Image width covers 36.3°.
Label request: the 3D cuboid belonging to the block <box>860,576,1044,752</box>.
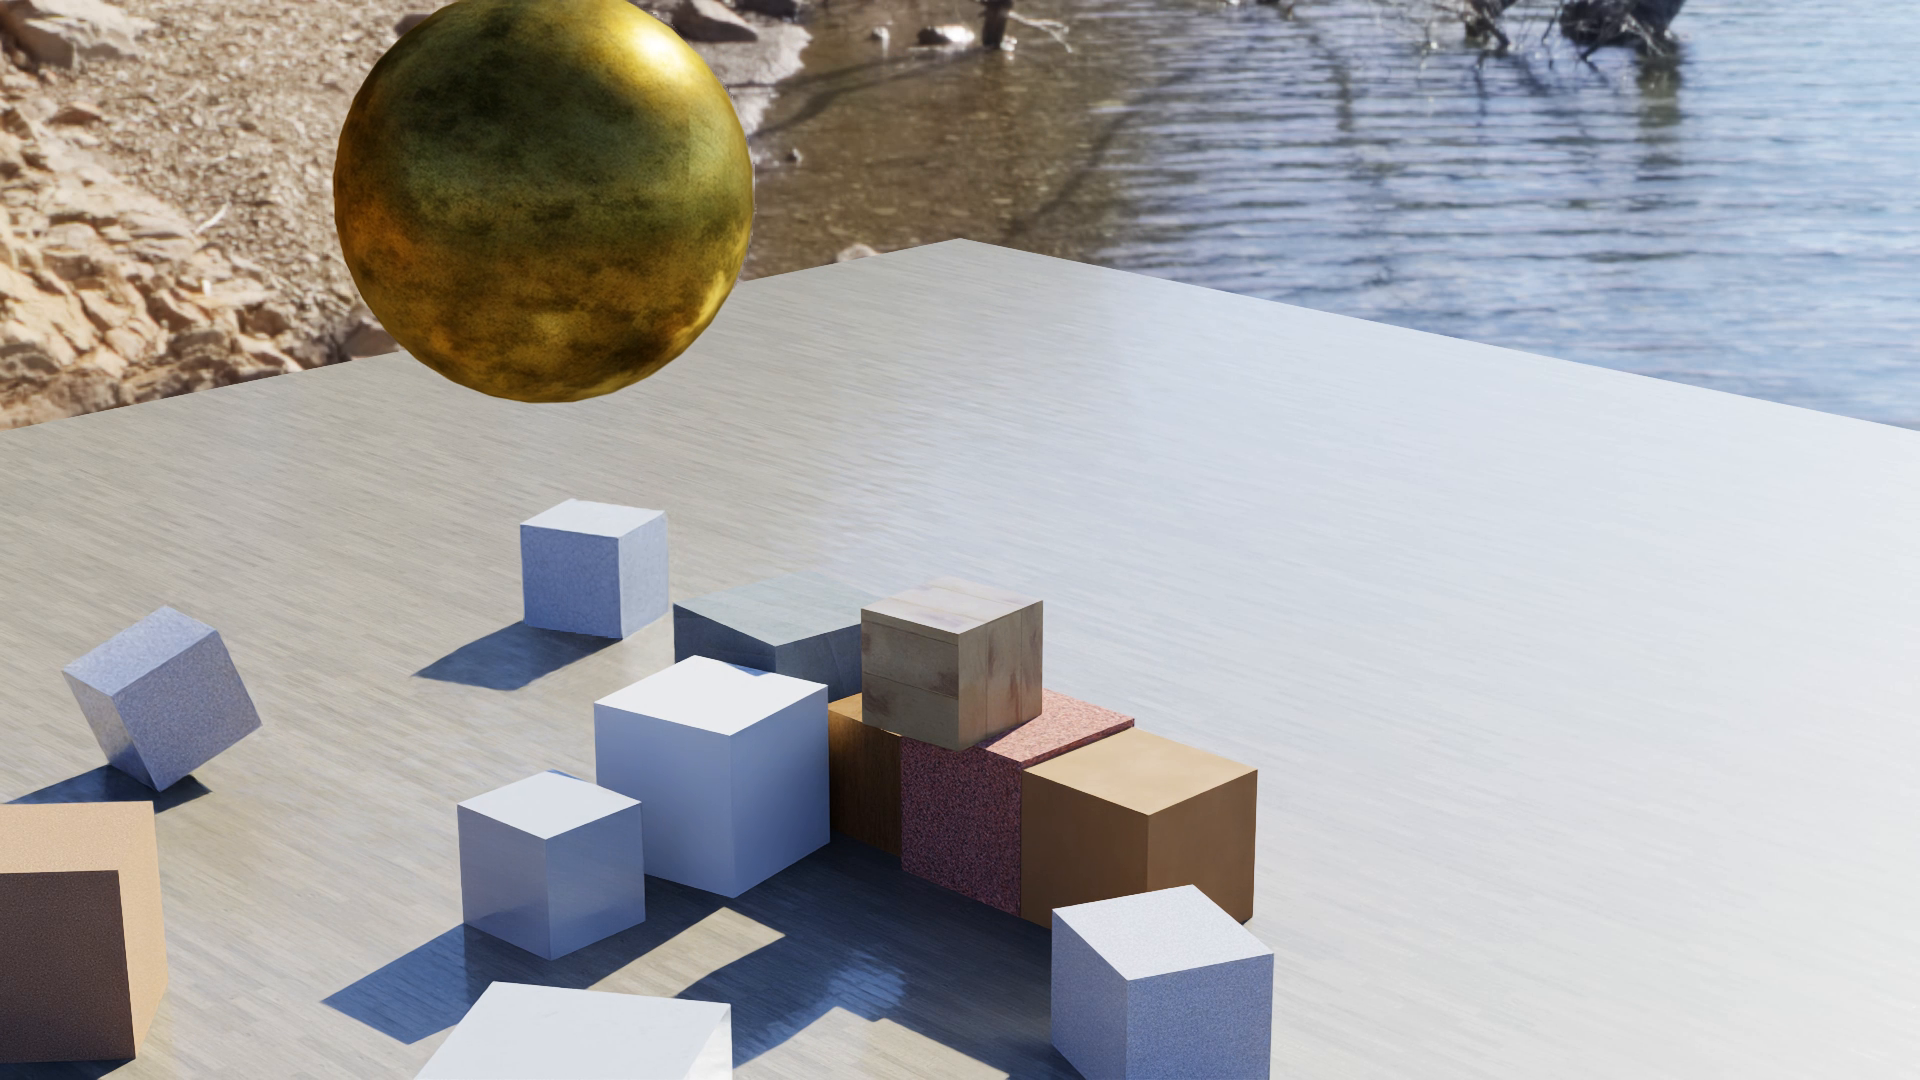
[{"bbox_3d":[-0.034,0.548,13.208,0.560,0.551,0.605,14,22,37],"label":"block"}]

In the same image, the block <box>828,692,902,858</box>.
[{"bbox_3d":[-0.217,1.072,13.928,0.633,0.603,0.618,-16,24,-42],"label":"block"}]

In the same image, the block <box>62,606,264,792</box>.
[{"bbox_3d":[-3.963,0.782,14.566,0.615,0.579,0.571,-36,32,-29],"label":"block"}]

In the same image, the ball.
[{"bbox_3d":[-1.591,-1.324,11.257,1.600,1.600,1.600,0,17,0],"label":"ball"}]

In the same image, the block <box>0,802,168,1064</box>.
[{"bbox_3d":[-3.660,1.587,11.926,0.676,0.821,0.702,-1,17,-4],"label":"block"}]

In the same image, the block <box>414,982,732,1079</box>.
[{"bbox_3d":[-1.329,2.128,10.200,0.886,0.824,0.822,4,18,11],"label":"block"}]

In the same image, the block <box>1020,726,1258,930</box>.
[{"bbox_3d":[0.785,1.338,12.911,0.733,0.706,0.726,16,24,42],"label":"block"}]

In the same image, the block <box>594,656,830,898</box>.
[{"bbox_3d":[-1.142,1.082,13.593,0.774,0.785,0.757,11,20,31],"label":"block"}]

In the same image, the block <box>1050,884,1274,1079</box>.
[{"bbox_3d":[0.790,1.814,11.589,0.626,0.590,0.693,-7,19,-21],"label":"block"}]

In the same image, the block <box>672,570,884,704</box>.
[{"bbox_3d":[-0.823,0.748,14.485,0.830,0.888,0.836,-14,22,-38],"label":"block"}]

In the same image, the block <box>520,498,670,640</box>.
[{"bbox_3d":[-2.089,0.163,16.814,0.639,0.607,0.549,8,19,23],"label":"block"}]

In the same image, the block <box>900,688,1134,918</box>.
[{"bbox_3d":[0.261,1.163,13.408,0.751,0.742,0.753,16,24,42],"label":"block"}]

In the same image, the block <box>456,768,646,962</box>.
[{"bbox_3d":[-1.794,1.418,12.887,0.589,0.567,0.549,15,23,39],"label":"block"}]
